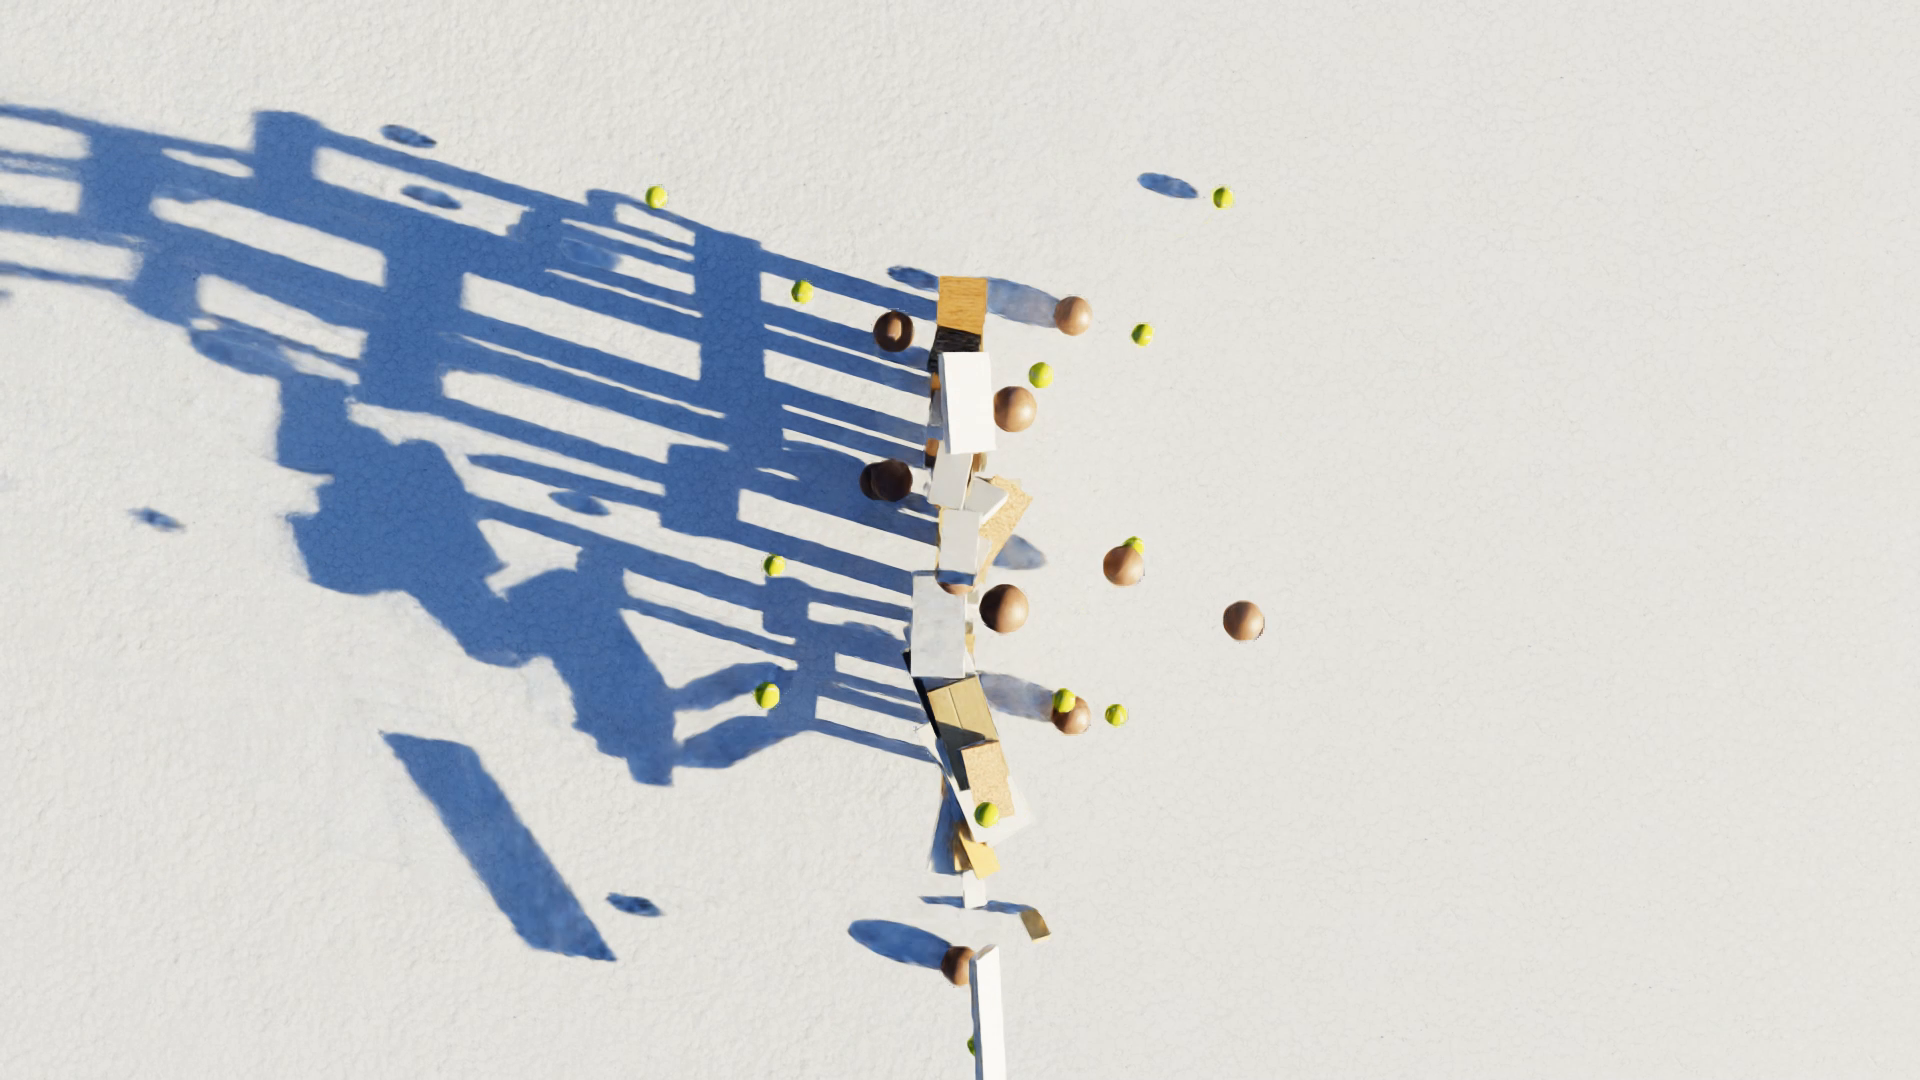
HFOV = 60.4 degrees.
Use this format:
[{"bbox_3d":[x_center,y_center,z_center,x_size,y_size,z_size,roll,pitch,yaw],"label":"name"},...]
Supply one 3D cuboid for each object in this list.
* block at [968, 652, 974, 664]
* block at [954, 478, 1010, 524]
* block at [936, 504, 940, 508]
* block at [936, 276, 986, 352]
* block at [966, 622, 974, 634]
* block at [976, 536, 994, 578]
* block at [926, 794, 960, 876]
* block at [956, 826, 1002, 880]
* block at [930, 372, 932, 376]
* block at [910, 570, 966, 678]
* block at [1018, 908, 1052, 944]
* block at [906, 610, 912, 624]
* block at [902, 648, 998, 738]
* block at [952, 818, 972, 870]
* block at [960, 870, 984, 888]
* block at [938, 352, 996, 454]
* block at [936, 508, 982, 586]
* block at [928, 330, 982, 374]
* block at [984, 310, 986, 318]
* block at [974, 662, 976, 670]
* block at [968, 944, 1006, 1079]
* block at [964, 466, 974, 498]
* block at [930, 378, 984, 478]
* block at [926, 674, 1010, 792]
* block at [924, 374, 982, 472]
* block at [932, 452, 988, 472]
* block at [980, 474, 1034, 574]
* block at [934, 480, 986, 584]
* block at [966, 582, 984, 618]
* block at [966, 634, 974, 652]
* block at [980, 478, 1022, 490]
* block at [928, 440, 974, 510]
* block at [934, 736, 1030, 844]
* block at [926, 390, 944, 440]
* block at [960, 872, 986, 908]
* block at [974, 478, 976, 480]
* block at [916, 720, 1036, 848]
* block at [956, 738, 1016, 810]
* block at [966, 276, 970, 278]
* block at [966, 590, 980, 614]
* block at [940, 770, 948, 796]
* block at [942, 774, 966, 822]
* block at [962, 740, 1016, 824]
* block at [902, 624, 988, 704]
[{"bbox_3d":[-0.027,0.364,5.115,0.114,0.342,0.032,0,85,5],"label":"block"},{"bbox_3d":[0.053,-0.105,4.433,0.097,0.194,0.028,24,118,12],"label":"block"},{"bbox_3d":[0.005,-0.125,5.059,0.151,0.371,0.043,0,90,-3],"label":"block"},{"bbox_3d":[0.001,-0.615,4.718,0.135,0.038,0.270,4,90,1],"label":"block"},{"bbox_3d":[-0.001,0.309,5.408,0.092,0.184,0.026,-3,104,0],"label":"block"},{"bbox_3d":[0.023,0.034,4.443,0.097,0.194,0.028,25,116,1],"label":"block"},{"bbox_3d":[-0.024,0.921,5.132,0.119,0.034,0.238,11,95,-13],"label":"block"},{"bbox_3d":[0.057,0.954,5.069,0.080,0.023,0.160,-22,88,-21],"label":"block"},{"bbox_3d":[-0.002,-0.438,4.707,0.152,0.304,0.043,-3,87,0],"label":"block"},{"bbox_3d":[-0.061,0.241,4.772,0.153,0.043,0.307,1,89,4],"label":"block"},{"bbox_3d":[0.248,1.272,5.433,0.066,0.132,0.019,-15,122,-12],"label":"block"},{"bbox_3d":[-0.071,0.307,4.916,0.114,0.032,0.229,-17,98,3],"label":"block"},{"bbox_3d":[-0.029,0.457,4.896,0.171,0.048,0.341,-22,98,3],"label":"block"},{"bbox_3d":[0.020,0.935,5.087,0.080,0.023,0.160,0,80,-14],"label":"block"},{"bbox_3d":[0.036,1.007,5.101,0.066,0.019,0.132,-4,81,-13],"label":"block"},{"bbox_3d":[0.019,-0.352,4.232,0.128,0.036,0.256,-6,93,-25],"label":"block"},{"bbox_3d":[-0.002,0.018,4.332,0.097,0.028,0.194,6,94,5],"label":"block"},{"bbox_3d":[-0.012,-0.509,4.481,0.128,0.443,0.036,4,107,1],"label":"block"},{"bbox_3d":[0.011,-0.706,4.905,0.135,0.336,0.038,4,90,1],"label":"block"},{"bbox_3d":[0.003,0.427,5.406,0.092,0.184,0.026,-5,100,2],"label":"block"},{"bbox_3d":[0.087,1.509,4.938,0.031,0.109,0.611,7,108,35],"label":"block"},{"bbox_3d":[-0.014,-0.156,4.422,0.091,0.182,0.026,-6,114,6],"label":"block"},{"bbox_3d":[-0.008,-0.342,4.881,0.157,0.044,0.314,1,89,0],"label":"block"},{"bbox_3d":[0.026,0.563,4.808,0.153,0.043,0.307,-18,93,2],"label":"block"},{"bbox_3d":[-0.008,-0.345,4.531,0.152,0.043,0.304,5,89,0],"label":"block"},{"bbox_3d":[-0.001,-0.231,4.703,0.152,0.304,0.043,2,87,0],"label":"block"},{"bbox_3d":[0.084,-0.046,4.554,0.124,0.035,0.247,32,94,-5],"label":"block"},{"bbox_3d":[0.011,-0.029,4.851,0.151,0.043,0.302,5,89,-3],"label":"block"},{"bbox_3d":[0.010,0.099,5.197,0.141,0.040,0.283,6,90,0],"label":"block"},{"bbox_3d":[-0.003,0.394,5.299,0.092,0.026,0.184,3,90,4],"label":"block"},{"bbox_3d":[0.071,-0.136,4.696,0.124,0.248,0.035,-2,81,-19],"label":"block"},{"bbox_3d":[-0.022,-0.177,4.322,0.091,0.026,0.182,12,90,7],"label":"block"},{"bbox_3d":[0.066,0.717,4.898,0.171,0.048,0.341,-21,105,2],"label":"block"},{"bbox_3d":[-0.015,-0.328,4.386,0.128,0.256,0.036,9,116,0],"label":"block"},{"bbox_3d":[0.041,1.072,5.124,0.066,0.019,0.132,-7,93,-13],"label":"block"},{"bbox_3d":[-0.004,-0.157,5.262,0.111,0.031,0.221,-1,90,0],"label":"block"},{"bbox_3d":[0.050,0.716,5.049,0.171,0.048,0.424,-32,91,-6],"label":"block"},{"bbox_3d":[0.076,0.691,4.769,0.109,0.031,0.218,-18,95,0],"label":"block"},{"bbox_3d":[0.002,-0.790,5.152,0.059,0.119,0.017,0,74,0],"label":"block"},{"bbox_3d":[0.001,0.192,5.060,0.114,0.229,0.032,-1,98,1],"label":"block"},{"bbox_3d":[-0.002,0.728,5.224,0.119,0.034,0.239,-2,64,0],"label":"block"},{"bbox_3d":[-0.006,0.750,5.088,0.080,0.023,0.224,-14,84,-13],"label":"block"},{"bbox_3d":[0.082,0.695,4.739,0.109,0.031,0.218,-13,95,-1],"label":"block"},{"bbox_3d":[-0.042,0.373,4.837,0.153,0.043,0.307,-20,97,3],"label":"block"}]
